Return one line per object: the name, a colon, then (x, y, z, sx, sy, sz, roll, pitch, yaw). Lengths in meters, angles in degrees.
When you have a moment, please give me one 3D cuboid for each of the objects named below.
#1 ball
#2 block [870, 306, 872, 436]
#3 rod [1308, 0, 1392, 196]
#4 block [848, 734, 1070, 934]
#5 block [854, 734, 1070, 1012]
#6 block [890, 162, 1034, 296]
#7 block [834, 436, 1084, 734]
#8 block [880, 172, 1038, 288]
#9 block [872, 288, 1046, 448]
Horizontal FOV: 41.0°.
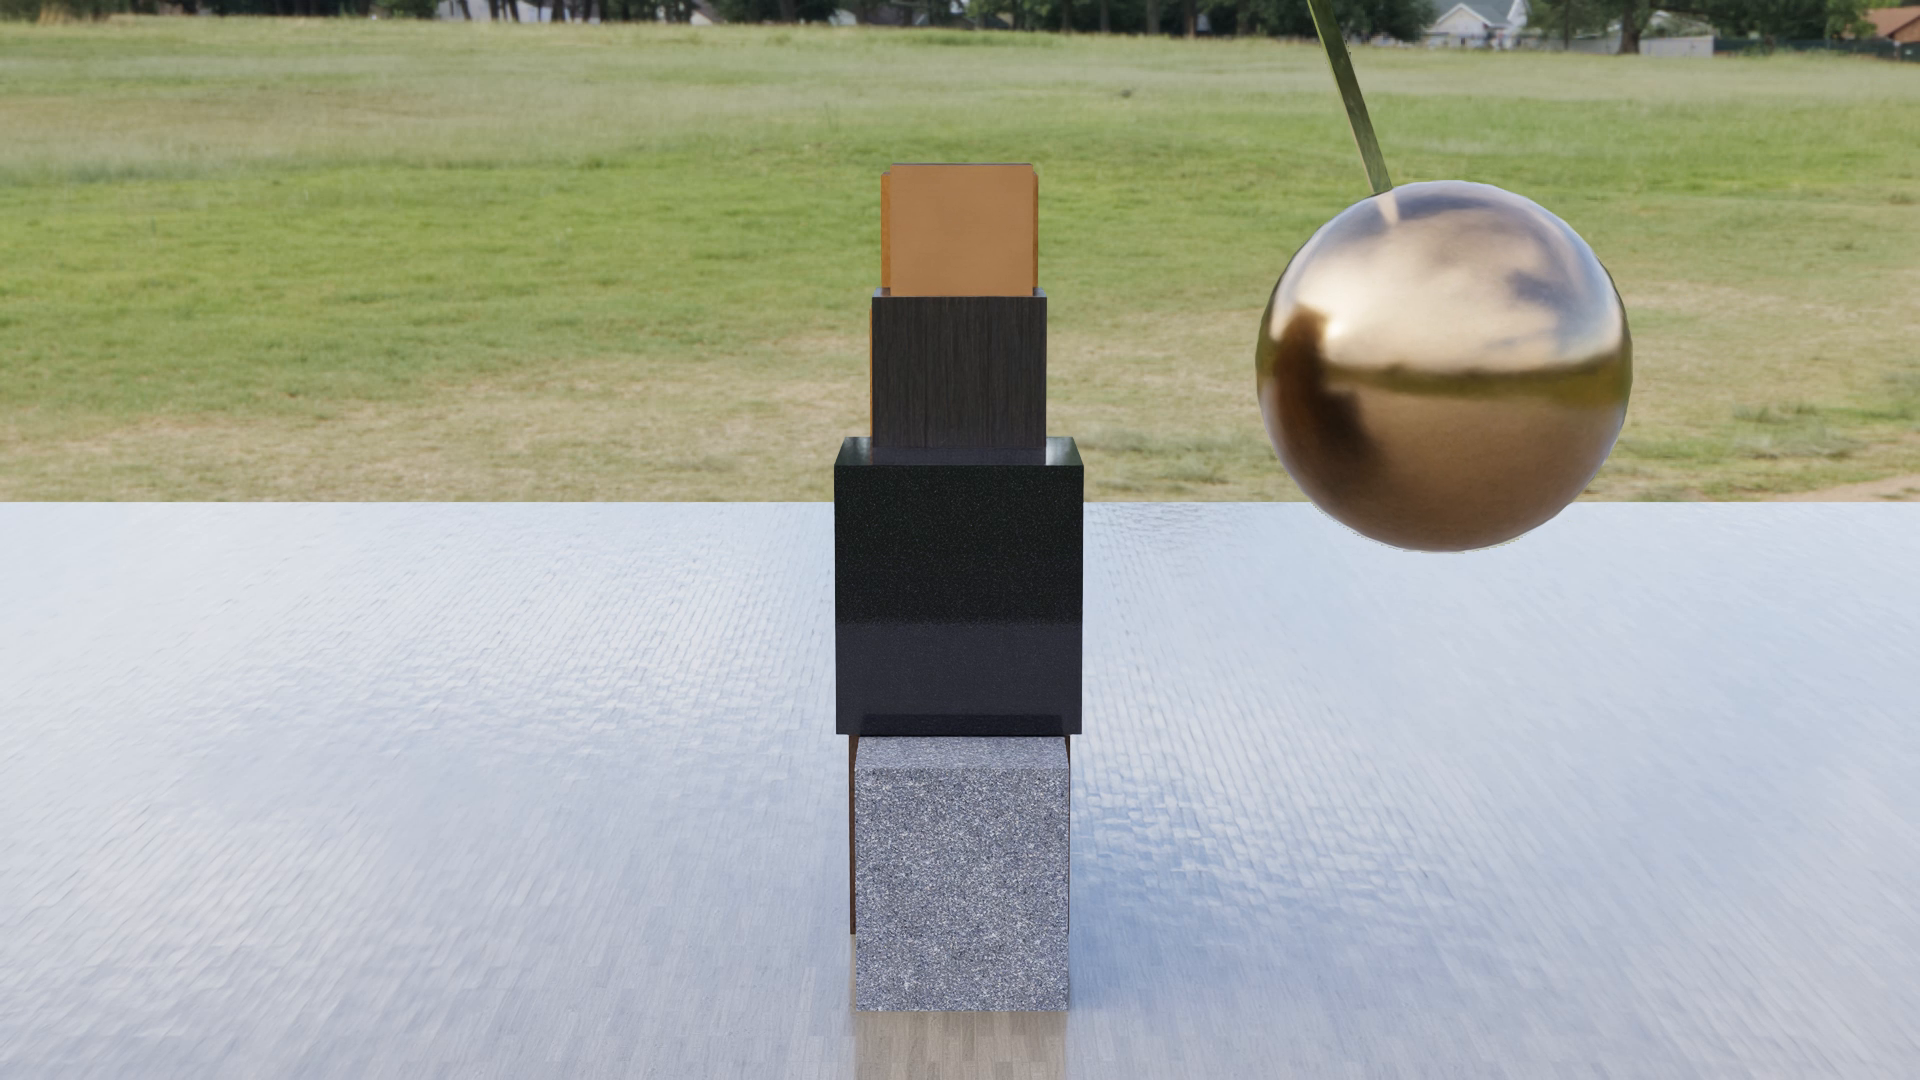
ball: (2.074, -0.744, 11.045, 1.600, 1.600, 1.600, 0, 10, 0)
block: (-0.016, -0.716, 11.394, 0.742, 0.674, 0.752, 0, 10, 0)
rod: (0.899, -3.883, 10.474, 0.080, 5.200, 0.080, -20, 10, 4)
block: (-0.002, 1.140, 10.926, 0.905, 0.848, 0.811, 0, 10, 0)
block: (0.007, 1.242, 10.079, 0.800, 0.951, 0.873, 0, 10, 0)
block: (0.007, -1.300, 10.681, 0.577, 0.524, 0.599, 0, 9, 0)
block: (-0.004, 0.162, 10.414, 0.960, 1.059, 0.980, 0, 9, 0)
block: (-0.001, -1.327, 11.285, 0.672, 0.567, 0.596, 0, 10, 0)
block: (-0.002, -0.728, 10.694, 0.706, 0.610, 0.621, 0, 9, 0)
